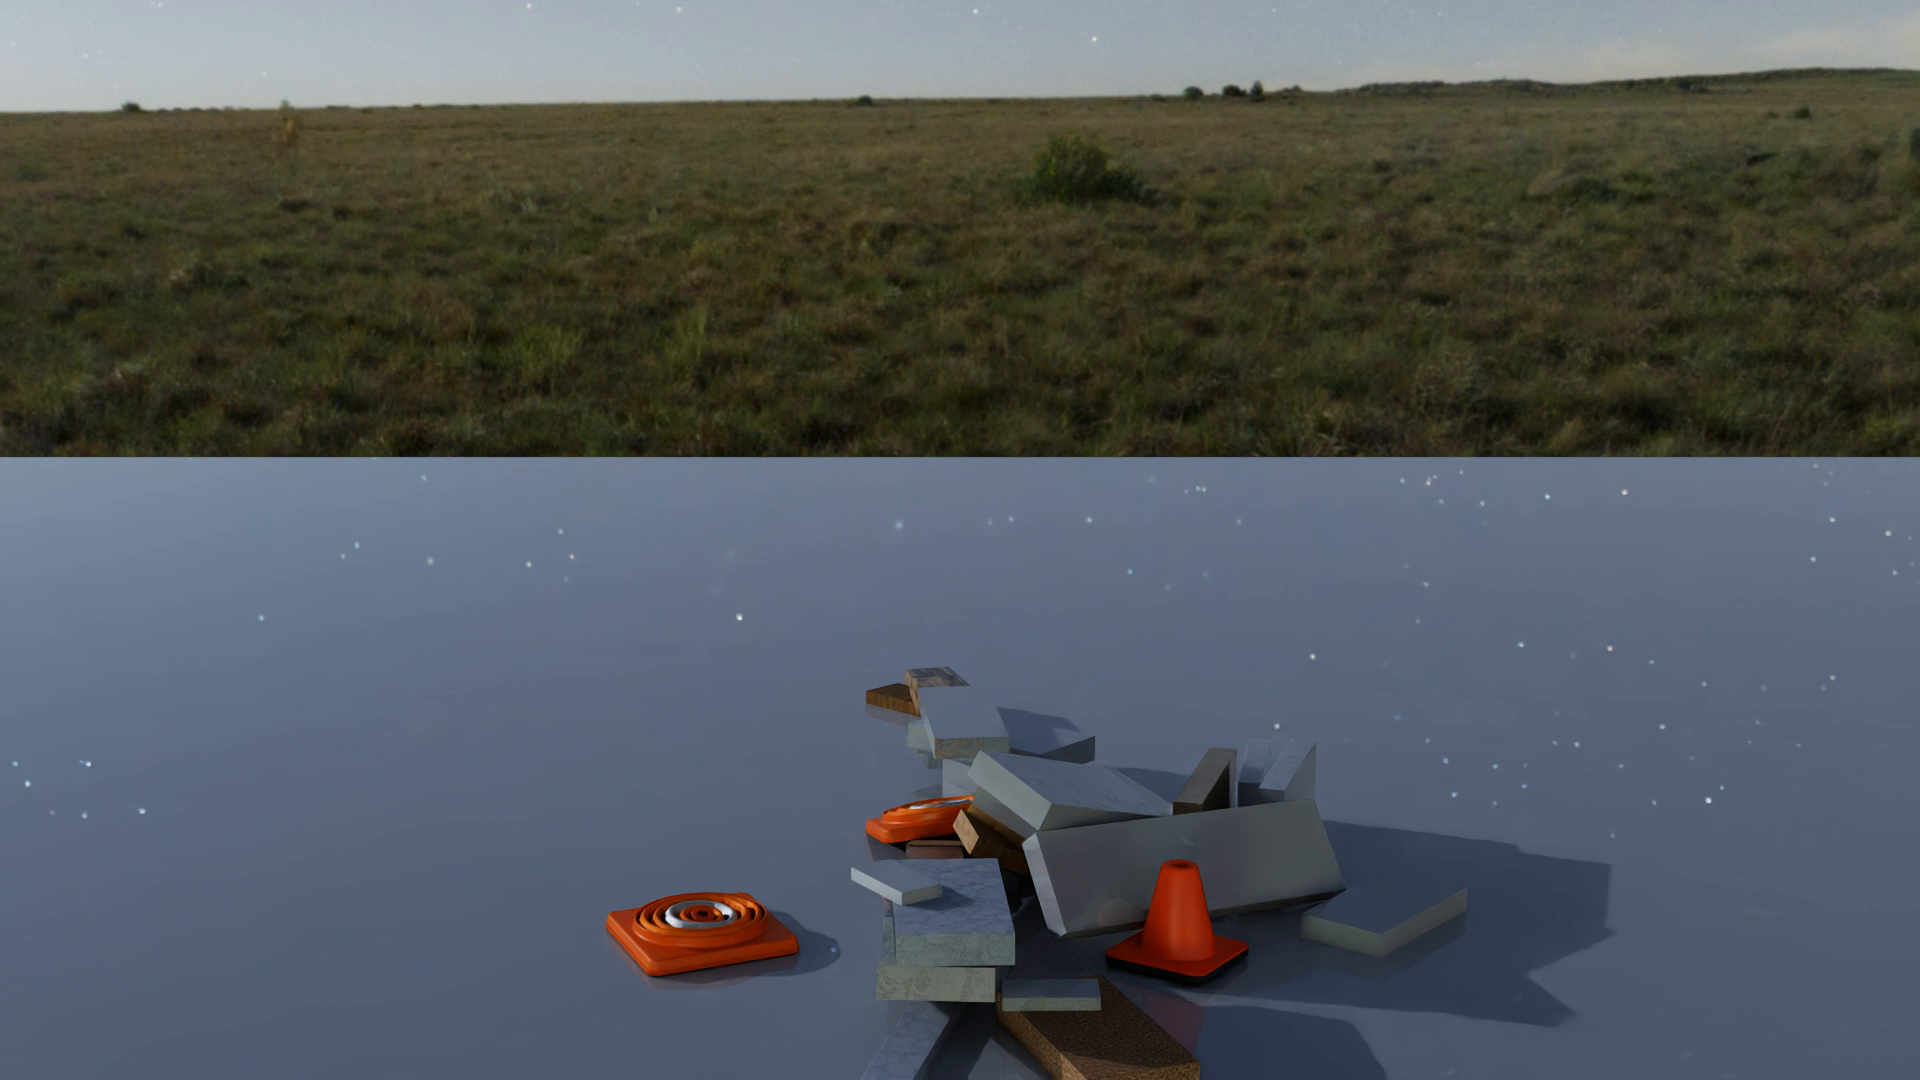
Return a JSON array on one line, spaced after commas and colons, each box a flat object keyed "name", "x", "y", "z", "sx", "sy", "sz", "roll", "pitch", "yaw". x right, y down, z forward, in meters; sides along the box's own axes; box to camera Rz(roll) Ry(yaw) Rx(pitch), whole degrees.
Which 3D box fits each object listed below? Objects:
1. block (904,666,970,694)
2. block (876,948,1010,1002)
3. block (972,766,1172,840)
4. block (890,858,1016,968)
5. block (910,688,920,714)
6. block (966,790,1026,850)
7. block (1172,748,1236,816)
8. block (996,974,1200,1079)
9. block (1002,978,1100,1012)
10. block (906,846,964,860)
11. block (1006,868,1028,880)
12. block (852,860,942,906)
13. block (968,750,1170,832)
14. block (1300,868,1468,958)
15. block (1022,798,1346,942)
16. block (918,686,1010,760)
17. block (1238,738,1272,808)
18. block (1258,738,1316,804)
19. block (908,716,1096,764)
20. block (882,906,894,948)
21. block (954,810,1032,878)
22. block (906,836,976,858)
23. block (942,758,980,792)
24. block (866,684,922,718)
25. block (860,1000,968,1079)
[{"name": "block", "x": -0.046, "y": 0.315, "z": 4.763, "sx": 0.100, "sy": 0.028, "sz": 0.201, "roll": -3, "pitch": 11, "yaw": -15}, {"name": "block", "x": -0.020, "y": 0.617, "z": 3.168, "sx": 0.163, "sy": 0.046, "sz": 0.326, "roll": 0, "pitch": -4, "yaw": 5}, {"name": "block", "x": 0.211, "y": 0.455, "z": 3.722, "sx": 0.170, "sy": 0.048, "sz": 0.506, "roll": 30, "pitch": 11, "yaw": 26}, {"name": "block", "x": -0.016, "y": 0.533, "z": 3.166, "sx": 0.163, "sy": 0.046, "sz": 0.326, "roll": 0, "pitch": 10, "yaw": -3}, {"name": "block", "x": -0.051, "y": 0.339, "z": 4.785, "sx": 0.100, "sy": 0.028, "sz": 0.201, "roll": -1, "pitch": 11, "yaw": -6}, {"name": "block", "x": 0.167, "y": 0.482, "z": 3.755, "sx": 0.169, "sy": 0.048, "sz": 0.338, "roll": 31, "pitch": 11, "yaw": 28}, {"name": "block", "x": 0.421, "y": 0.484, "z": 3.775, "sx": 0.048, "sy": 0.170, "sz": 0.339, "roll": 3, "pitch": 11, "yaw": 16}, {"name": "block", "x": 0.184, "y": 0.687, "z": 3.023, "sx": 0.162, "sy": 0.046, "sz": 0.325, "roll": -4, "pitch": 11, "yaw": -20}, {"name": "block", "x": 0.127, "y": 0.640, "z": 3.095, "sx": 0.137, "sy": 0.019, "sz": 0.068, "roll": 0, "pitch": 11, "yaw": -1}, {"name": "block", "x": -0.041, "y": 0.515, "z": 3.531, "sx": 0.090, "sy": 0.026, "sz": 0.180, "roll": 1, "pitch": -2, "yaw": -1}, {"name": "block", "x": 0.113, "y": 0.537, "z": 3.863, "sx": 0.117, "sy": 0.033, "sz": 0.235, "roll": -4, "pitch": 11, "yaw": -20}, {"name": "block", "x": -0.093, "y": 0.495, "z": 3.187, "sx": 0.068, "sy": 0.019, "sz": 0.137, "roll": -6, "pitch": 12, "yaw": -34}, {"name": "block", "x": 0.184, "y": 0.417, "z": 3.564, "sx": 0.170, "sy": 0.048, "sz": 0.339, "roll": 34, "pitch": 13, "yaw": 39}, {"name": "block", "x": 0.682, "y": 0.596, "z": 3.527, "sx": 0.141, "sy": 0.040, "sz": 0.282, "roll": 9, "pitch": 14, "yaw": 39}, {"name": "block", "x": 0.365, "y": 0.522, "z": 3.511, "sx": 0.556, "sy": 0.162, "sz": 0.046, "roll": -2, "pitch": -27, "yaw": -31}, {"name": "block", "x": 0.003, "y": 0.354, "z": 4.306, "sx": 0.141, "sy": 0.040, "sz": 0.388, "roll": -1, "pitch": 11, "yaw": -6}, {"name": "block", "x": 0.530, "y": 0.465, "z": 3.958, "sx": 0.040, "sy": 0.141, "sz": 0.282, "roll": 2, "pitch": 11, "yaw": 11}, {"name": "block", "x": 0.575, "y": 0.471, "z": 3.865, "sx": 0.046, "sy": 0.162, "sz": 0.325, "roll": 3, "pitch": 11, "yaw": 18}, {"name": "block", "x": 0.080, "y": 0.396, "z": 4.321, "sx": 0.338, "sy": 0.048, "sz": 0.169, "roll": 9, "pitch": 14, "yaw": 40}, {"name": "block", "x": -0.024, "y": 0.583, "z": 3.362, "sx": 0.163, "sy": 0.046, "sz": 0.326, "roll": 1, "pitch": -4, "yaw": 3}, {"name": "block", "x": 0.111, "y": 0.522, "z": 3.645, "sx": 0.235, "sy": 0.033, "sz": 0.117, "roll": 23, "pitch": 9, "yaw": -19}, {"name": "block", "x": -0.025, "y": 0.529, "z": 3.741, "sx": 0.117, "sy": 0.033, "sz": 0.235, "roll": 1, "pitch": -5, "yaw": 3}, {"name": "block", "x": 0.136, "y": 0.462, "z": 4.225, "sx": 0.169, "sy": 0.048, "sz": 0.338, "roll": -8, "pitch": 13, "yaw": -37}, {"name": "block", "x": -0.102, "y": 0.355, "z": 4.855, "sx": 0.201, "sy": 0.028, "sz": 0.100, "roll": 10, "pitch": 14, "yaw": 43}, {"name": "block", "x": -0.071, "y": 0.702, "z": 3.012, "sx": 0.068, "sy": 0.019, "sz": 0.509, "roll": 2, "pitch": 11, "yaw": 13}]
